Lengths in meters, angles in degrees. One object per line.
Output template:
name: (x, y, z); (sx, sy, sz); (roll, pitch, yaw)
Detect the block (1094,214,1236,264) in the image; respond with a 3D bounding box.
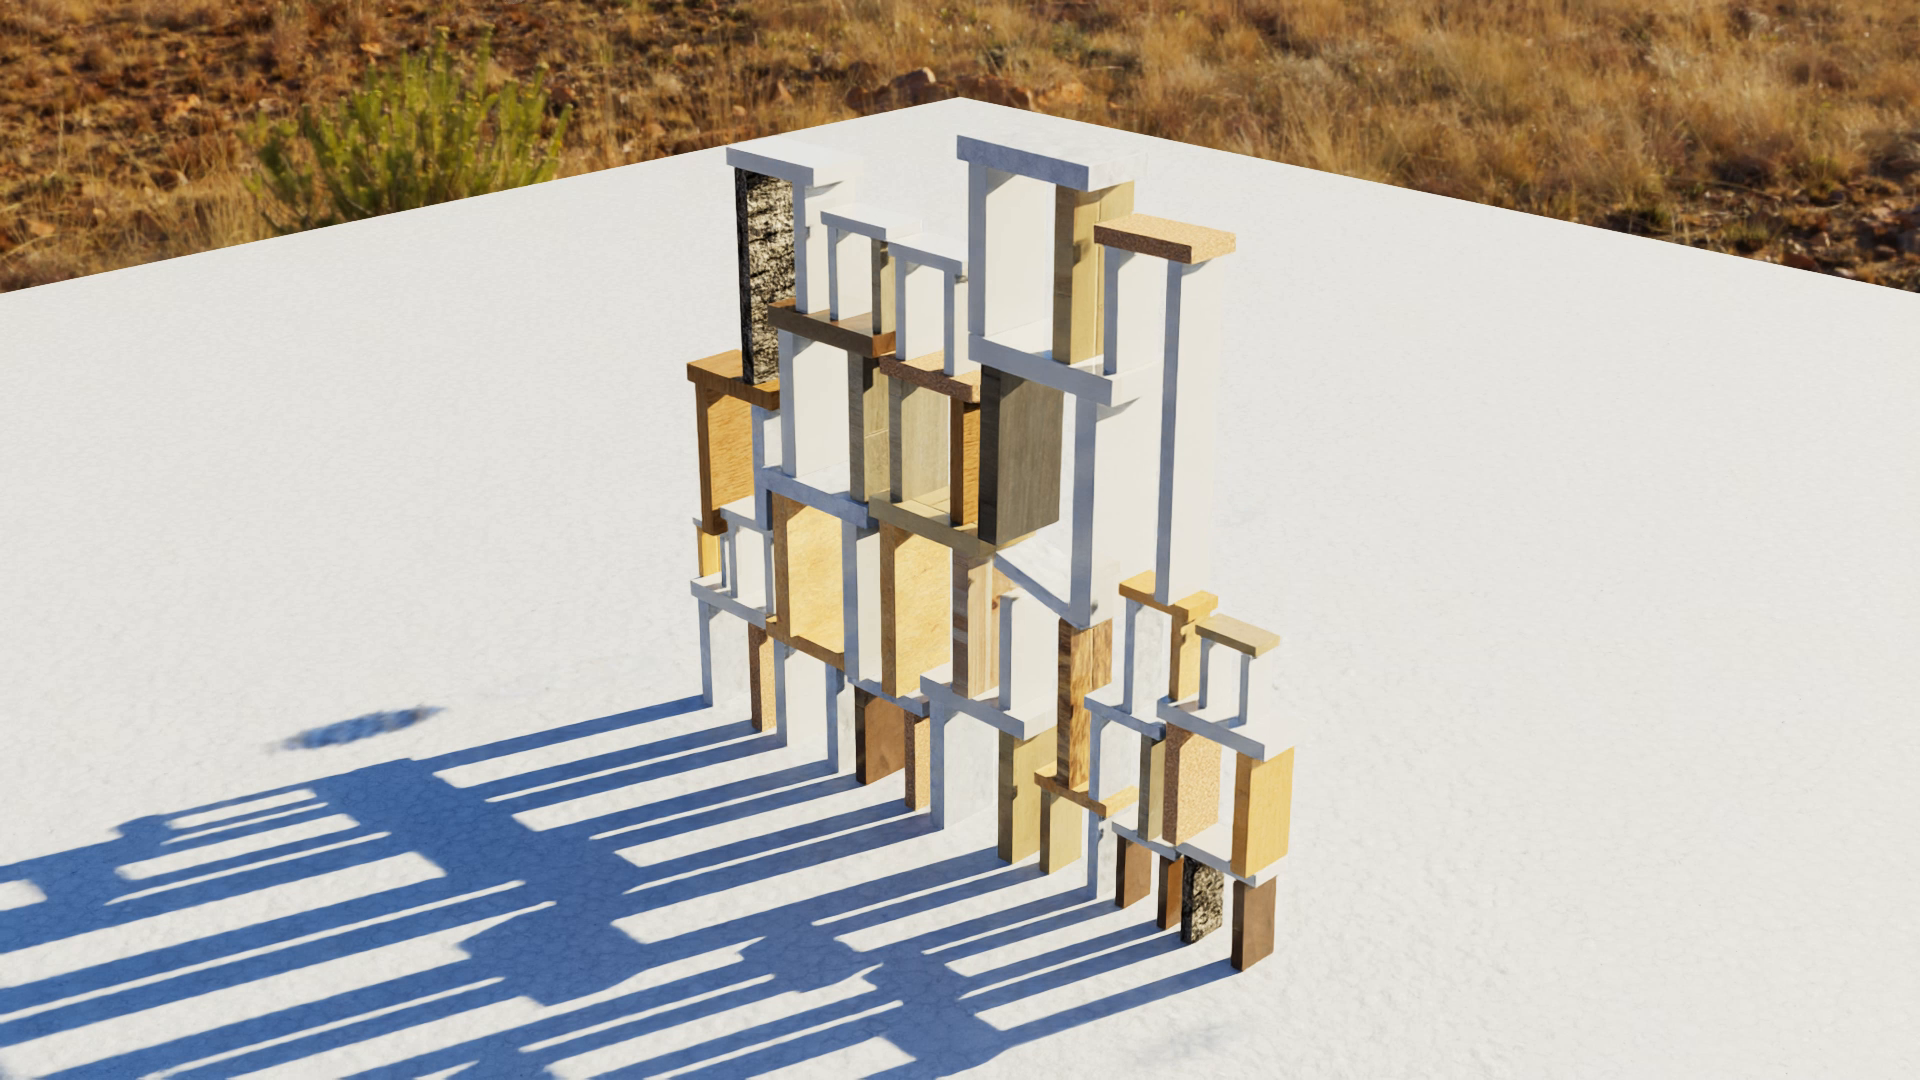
block: (0.338, -0.500, 3.642); (0.109, 0.031, 0.218); (-20, 28, -39)

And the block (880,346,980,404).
block: (-0.021, -0.315, 4.118); (0.124, 0.035, 0.247); (-21, 31, -41)

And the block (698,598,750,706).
block: (-0.516, 0.232, 4.890); (0.036, 0.254, 0.127); (21, 31, 41)

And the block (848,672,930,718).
block: (-0.114, 0.292, 4.465); (0.221, 0.031, 0.111); (21, 31, 41)

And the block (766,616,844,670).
block: (-0.281, 0.202, 4.612); (0.246, 0.035, 0.123); (21, 31, 41)

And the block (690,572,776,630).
block: (-0.457, 0.122, 4.778); (0.254, 0.036, 0.127); (21, 31, 41)

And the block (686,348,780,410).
block: (-0.427, -0.333, 4.547); (0.270, 0.038, 0.135); (21, 31, 40)

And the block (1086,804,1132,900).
block: (0.282, 0.579, 4.162); (0.026, 0.184, 0.092); (21, 31, 41)

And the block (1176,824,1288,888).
block: (0.486, 0.561, 3.939); (0.091, 0.026, 0.182); (-21, 31, -41)

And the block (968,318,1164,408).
block: (0.196, -0.320, 3.879); (0.341, 0.048, 0.171); (22, 32, 40)

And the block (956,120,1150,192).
block: (0.157, -0.660, 3.774); (0.307, 0.043, 0.153); (22, 32, 40)

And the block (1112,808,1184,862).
block: (0.363, 0.542, 4.061); (0.154, 0.022, 0.077); (21, 31, 41)

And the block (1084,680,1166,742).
block: (0.323, 0.309, 4.000); (0.090, 0.026, 0.181); (-21, 31, -41)

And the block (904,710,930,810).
block: (-0.062, 0.429, 4.466); (0.031, 0.221, 0.111); (21, 31, 41)

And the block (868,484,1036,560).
block: (-0.017, -0.046, 4.217); (0.302, 0.043, 0.151); (21, 31, 41)

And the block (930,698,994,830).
block: (0.004, 0.424, 4.399); (0.040, 0.283, 0.141); (21, 31, 41)

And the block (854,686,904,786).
block: (-0.166, 0.388, 4.562); (0.031, 0.221, 0.111); (21, 31, 41)

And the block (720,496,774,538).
block: (-0.415, -0.048, 4.648); (0.176, 0.025, 0.088); (20, 30, 39)

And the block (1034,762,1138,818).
block: (0.238, 0.465, 4.161); (0.184, 0.026, 0.092); (21, 31, 41)

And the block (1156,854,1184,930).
block: (0.399, 0.637, 4.062); (0.077, 0.154, 0.022); (-21, 31, -41)

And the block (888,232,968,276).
block: (-0.030, -0.526, 4.036); (0.097, 0.028, 0.194); (-21, 31, -40)

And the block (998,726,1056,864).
block: (0.138, 0.476, 4.277); (0.040, 0.283, 0.141); (21, 31, 41)

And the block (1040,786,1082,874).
block: (0.195, 0.545, 4.241); (0.026, 0.184, 0.092); (21, 31, 41)

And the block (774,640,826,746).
block: (-0.339, 0.308, 4.720); (0.035, 0.246, 0.123); (21, 31, 41)

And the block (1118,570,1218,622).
block: (0.366, 0.097, 3.863); (0.080, 0.023, 0.160); (-22, 31, -40)

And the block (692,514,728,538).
block: (-0.520, -0.035, 4.774); (0.119, 0.017, 0.059); (22, 31, 40)

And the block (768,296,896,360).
block: (-0.218, -0.423, 4.289); (0.304, 0.043, 0.152); (21, 31, 40)

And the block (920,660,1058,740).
block: (0.071, 0.302, 4.275); (0.283, 0.040, 0.141); (21, 31, 41)

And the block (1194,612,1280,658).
block: (0.477, 0.163, 3.784); (0.066, 0.019, 0.132); (-21, 31, -41)

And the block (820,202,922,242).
block: (-0.169, -0.601, 4.153); (0.182, 0.026, 0.091); (21, 31, 41)

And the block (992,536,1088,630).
block: (0.182, 0.077, 4.064); (0.114, 0.032, 0.229); (-22, 46, -41)

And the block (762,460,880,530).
block: (-0.237, -0.106, 4.432); (0.314, 0.044, 0.157); (21, 31, 41)

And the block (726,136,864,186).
block: (-0.322, -0.735, 4.267); (0.256, 0.036, 0.128); (21, 31, 40)

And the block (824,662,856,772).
block: (-0.223, 0.354, 4.613); (0.035, 0.246, 0.123); (21, 31, 41)

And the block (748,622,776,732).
block: (-0.397, 0.278, 4.780); (0.036, 0.254, 0.127); (21, 31, 41)

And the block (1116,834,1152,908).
block: (0.327, 0.609, 4.129); (0.077, 0.154, 0.022); (-21, 31, -41)

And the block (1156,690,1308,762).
block: (0.473, 0.313, 3.838); (0.238, 0.034, 0.119); (21, 31, 41)
